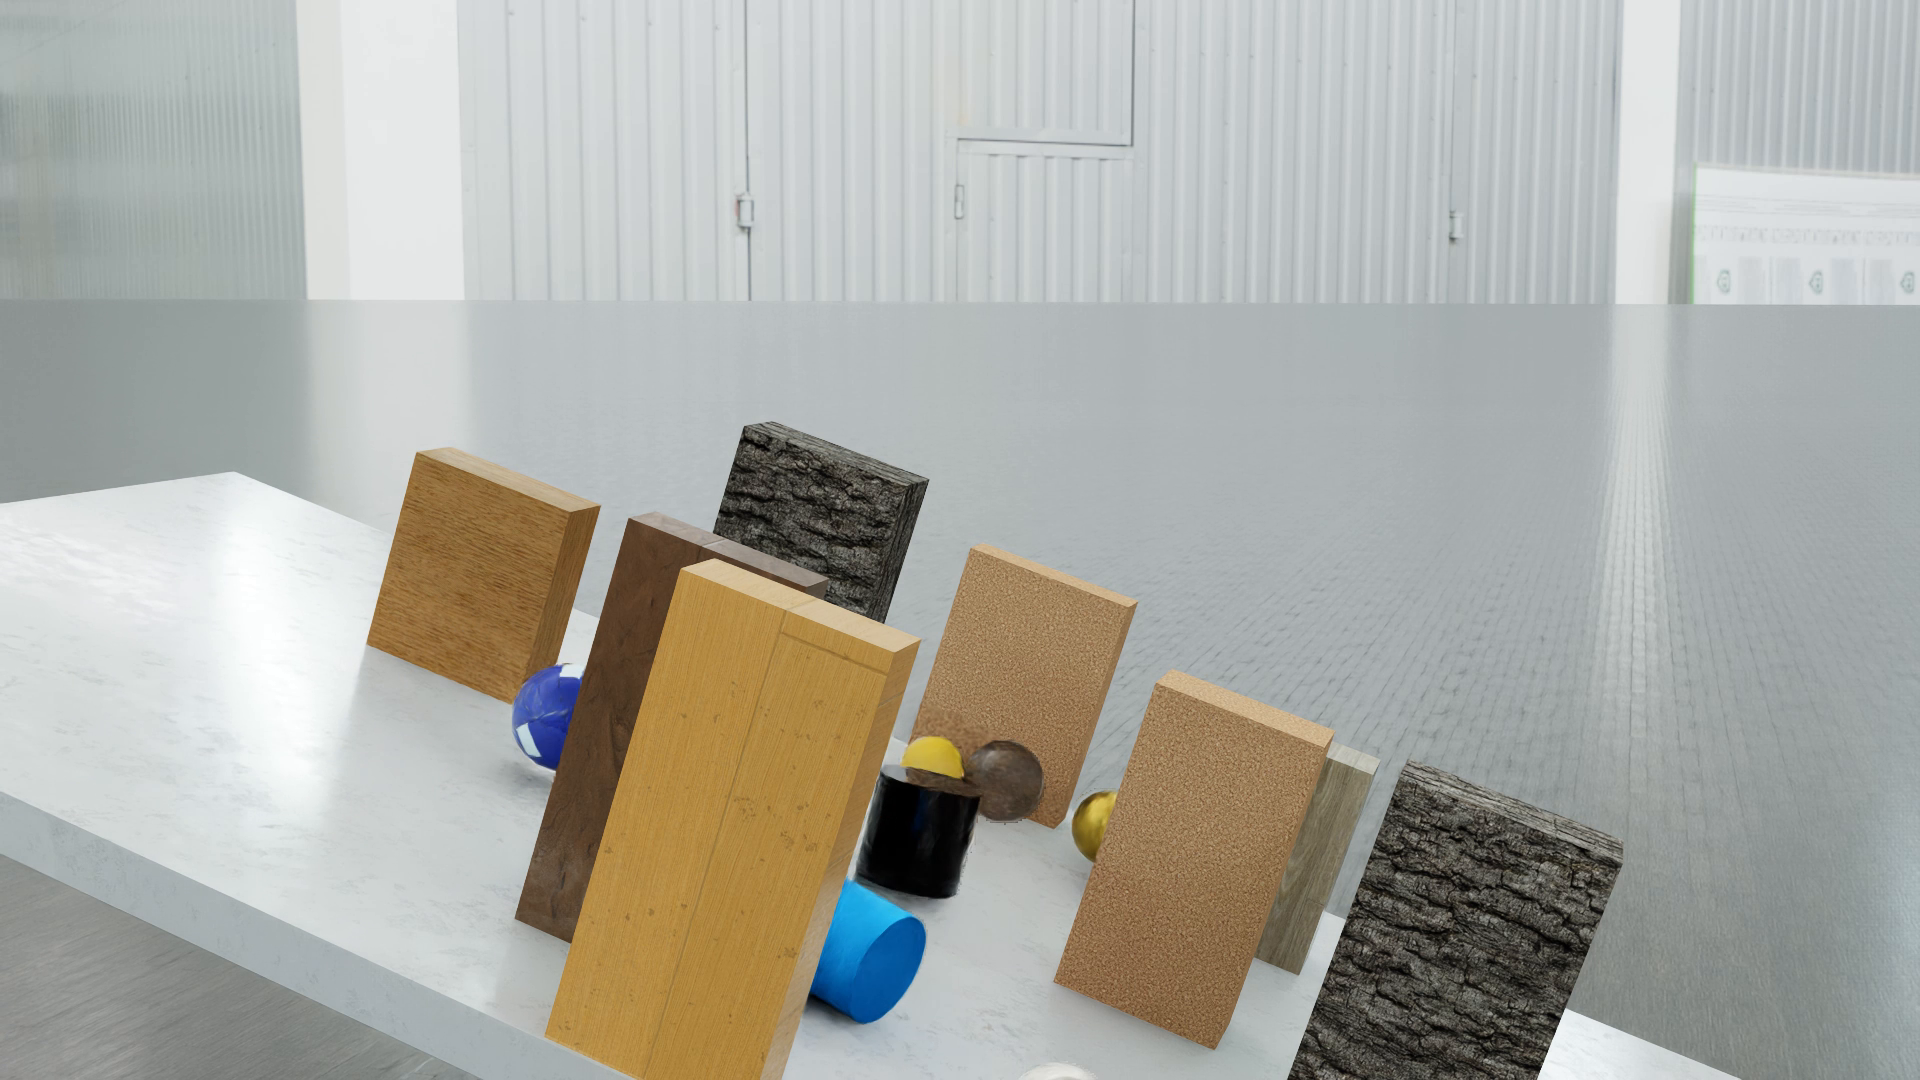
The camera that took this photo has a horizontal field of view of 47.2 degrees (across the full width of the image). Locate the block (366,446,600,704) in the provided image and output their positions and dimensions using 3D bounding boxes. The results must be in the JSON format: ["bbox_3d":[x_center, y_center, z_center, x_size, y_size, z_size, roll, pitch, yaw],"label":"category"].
[{"bbox_3d":[-1.013,0.074,4.670,0.372,0.436,0.142,21,12,14],"label":"block"}]

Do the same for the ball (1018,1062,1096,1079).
[{"bbox_3d":[0.147,0.879,3.338,0.167,0.167,0.167,0,7,0],"label":"ball"}]

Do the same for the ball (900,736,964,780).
[{"bbox_3d":[-0.062,0.500,4.835,0.140,0.140,0.140,0,7,0],"label":"ball"}]

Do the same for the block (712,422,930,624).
[{"bbox_3d":[-0.344,0.212,4.127,0.328,0.798,0.140,21,12,14],"label":"block"}]

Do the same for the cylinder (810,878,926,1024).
[{"bbox_3d":[-0.195,0.678,3.691,0.195,0.195,0.195,25,19,31],"label":"cylinder"}]

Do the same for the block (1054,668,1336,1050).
[{"bbox_3d":[0.429,0.583,4.038,0.319,0.602,0.149,21,12,14],"label":"block"}]

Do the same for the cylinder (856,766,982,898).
[{"bbox_3d":[-0.081,0.566,4.278,0.204,0.204,0.204,14,4,-1],"label":"cylinder"}]

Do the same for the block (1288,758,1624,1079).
[{"bbox_3d":[0.778,0.749,3.576,0.361,0.687,0.148,21,12,14],"label":"block"}]

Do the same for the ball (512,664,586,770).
[{"bbox_3d":[-0.763,0.344,4.259,0.208,0.208,0.208,0,7,0],"label":"ball"}]

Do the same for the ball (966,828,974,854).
[{"bbox_3d":[-0.033,0.595,4.476,0.126,0.126,0.126,0,7,0],"label":"ball"}]

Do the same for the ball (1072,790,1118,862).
[{"bbox_3d":[0.322,0.621,4.733,0.163,0.163,0.163,0,7,0],"label":"ball"}]

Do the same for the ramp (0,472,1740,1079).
[{"bbox_3d":[-0.355,0.669,4.225,4.000,0.100,2.000,21,12,14],"label":"ramp"}]

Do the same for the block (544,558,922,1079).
[{"bbox_3d":[-0.337,0.441,3.212,0.336,0.749,0.121,21,12,14],"label":"block"}]

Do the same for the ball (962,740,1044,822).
[{"bbox_3d":[0.095,0.529,4.833,0.178,0.178,0.178,0,7,0],"label":"ball"}]

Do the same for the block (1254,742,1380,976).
[{"bbox_3d":[0.596,0.602,4.563,0.406,0.451,0.145,21,12,14],"label":"block"}]

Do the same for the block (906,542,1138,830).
[{"bbox_3d":[0.131,0.326,4.944,0.379,0.535,0.099,21,12,14],"label":"block"}]

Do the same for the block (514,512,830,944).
[{"bbox_3d":[-0.472,0.343,3.565,0.316,0.707,0.102,21,12,14],"label":"block"}]
